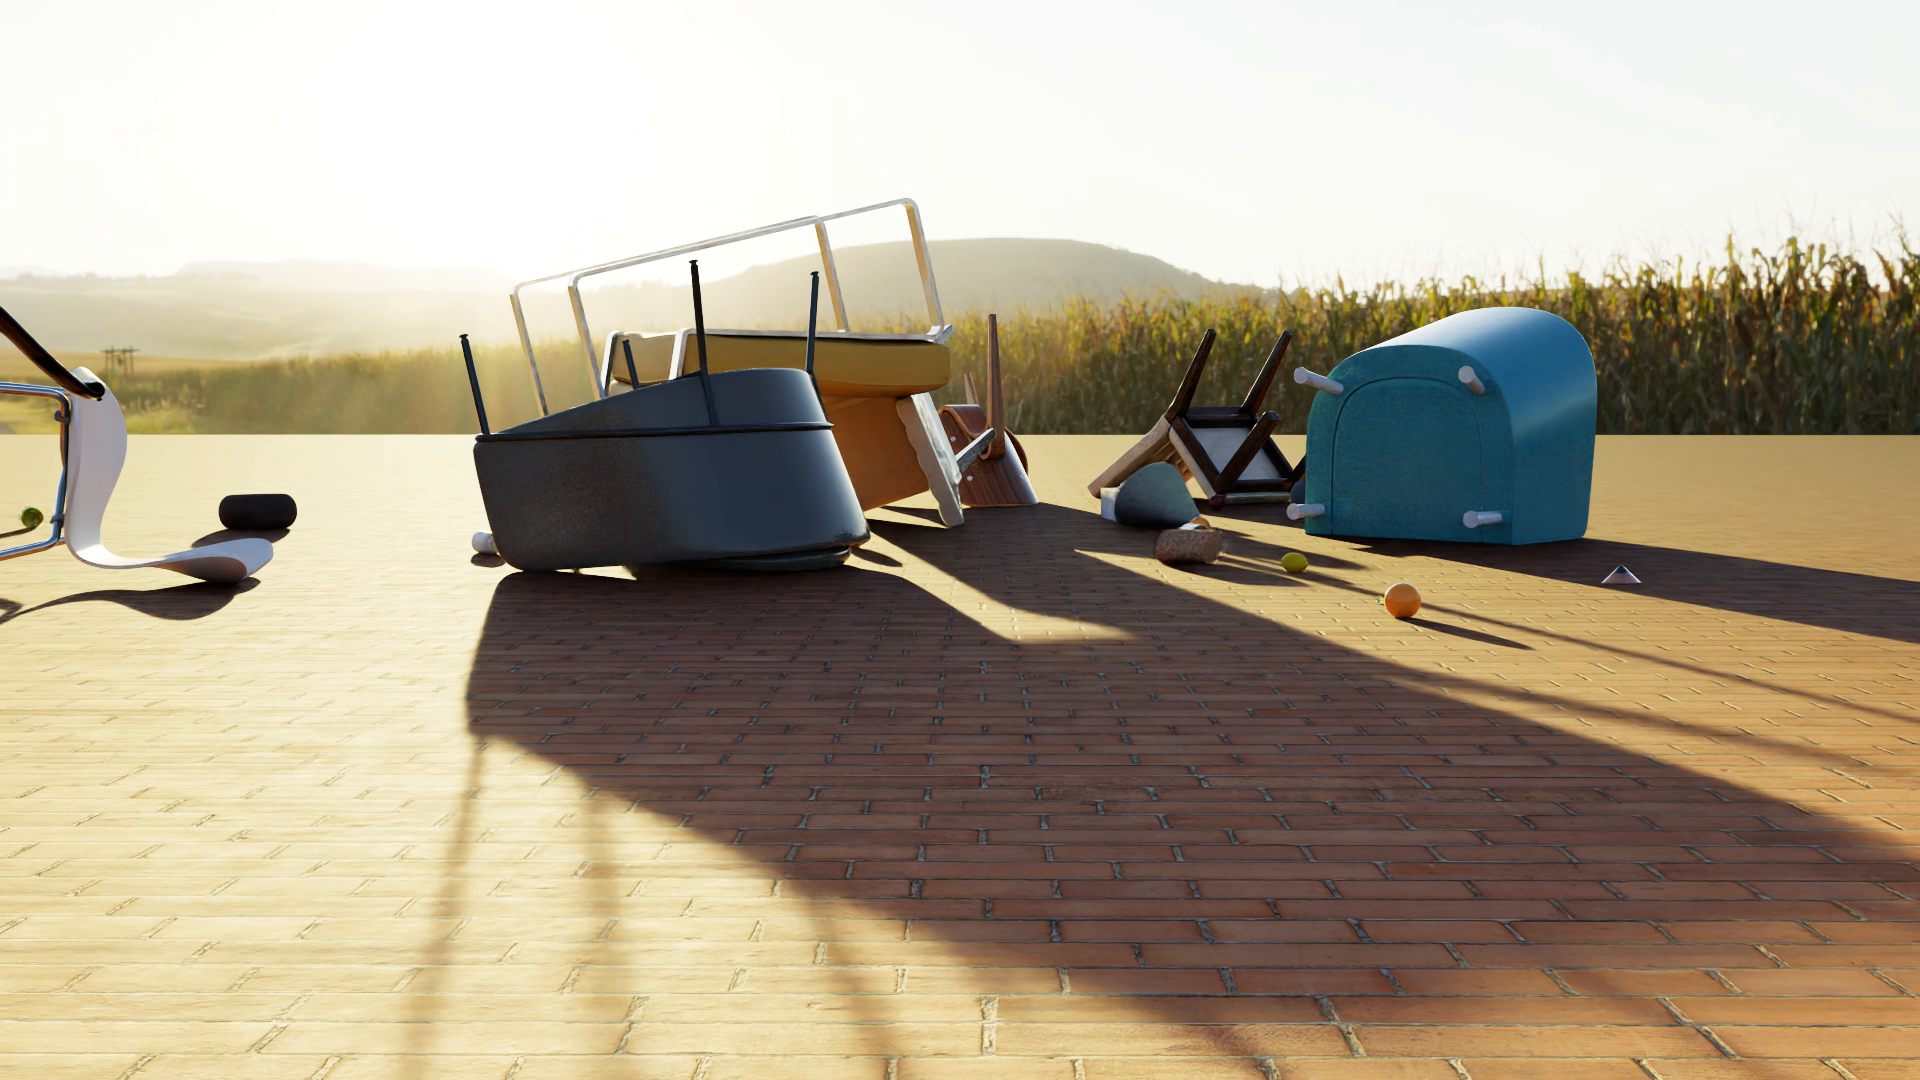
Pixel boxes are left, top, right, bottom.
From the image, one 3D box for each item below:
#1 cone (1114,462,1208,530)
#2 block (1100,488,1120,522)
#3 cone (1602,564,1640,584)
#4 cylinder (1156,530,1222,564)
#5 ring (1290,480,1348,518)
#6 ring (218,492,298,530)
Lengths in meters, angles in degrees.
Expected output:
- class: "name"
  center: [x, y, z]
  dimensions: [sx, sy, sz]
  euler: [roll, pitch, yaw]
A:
- class: "cone"
  center: [0.701, -0.089, 7.080]
  dimensions: [0.317, 0.228, 0.269]
  euler: [-12, 34, -43]
- class: "block"
  center: [0.616, -0.124, 7.606]
  dimensions: [0.211, 0.102, 0.255]
  euler: [-1, 4, -7]
- class: "cone"
  center: [1.540, 0.077, 5.121]
  dimensions: [0.098, 0.041, 0.072]
  euler: [-2, 4, -24]
- class: "cylinder"
  center: [0.591, 0.017, 5.672]
  dimensions: [0.128, 0.083, 0.149]
  euler: [2, 15, 25]
- class: "ring"
  center: [1.263, -0.144, 7.723]
  dimensions: [0.192, 0.129, 0.261]
  euler: [0, 2, 31]
- class: "ring"
  center: [-2.262, -0.092, 7.087]
  dimensions: [0.247, 0.113, 0.165]
  euler: [-2, 3, -5]
